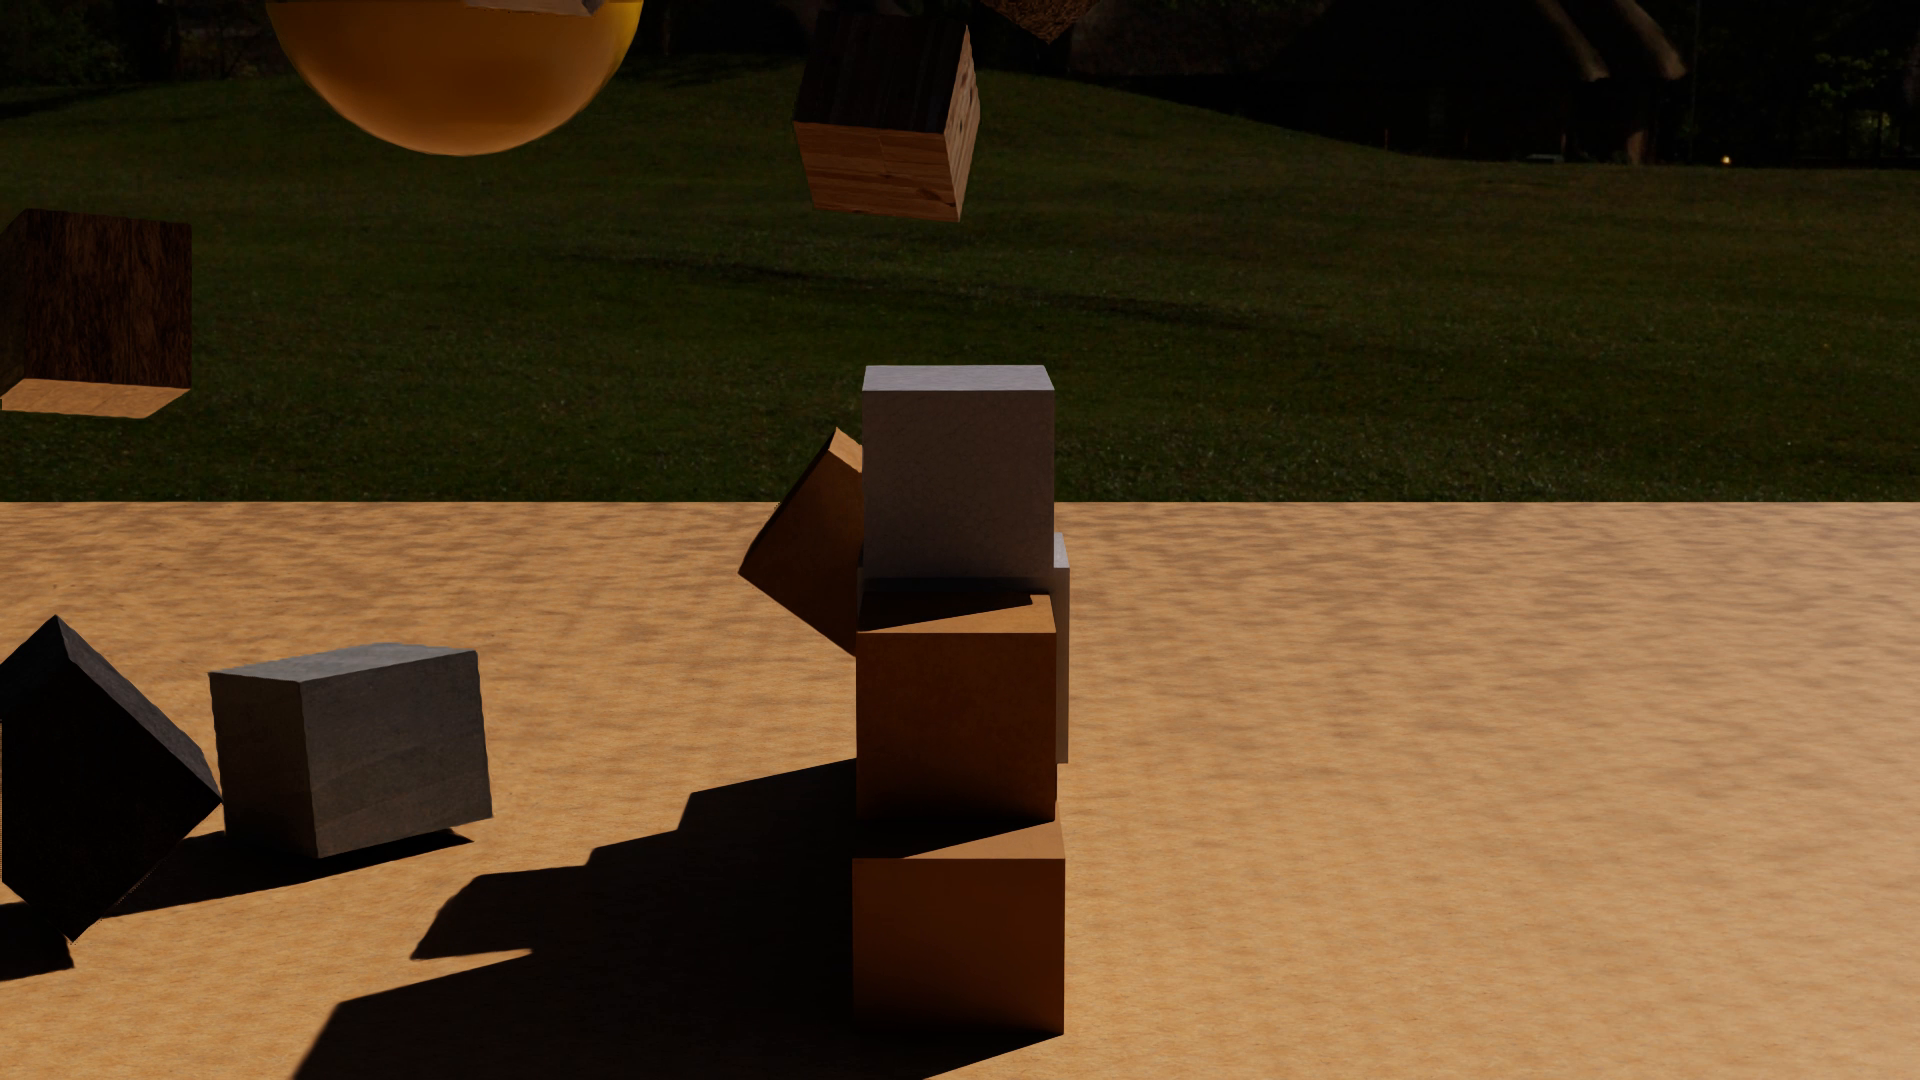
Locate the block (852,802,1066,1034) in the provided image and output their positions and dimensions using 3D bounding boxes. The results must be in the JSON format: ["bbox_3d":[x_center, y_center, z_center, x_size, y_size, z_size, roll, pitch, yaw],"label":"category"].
[{"bbox_3d":[-0.004,1.430,9.805,0.779,0.678,0.750,0,10,0],"label":"block"}]

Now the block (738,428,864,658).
[{"bbox_3d":[-0.506,0.012,11.738,0.687,0.689,0.722,36,8,-6],"label":"block"}]

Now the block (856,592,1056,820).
[{"bbox_3d":[-0.015,0.644,10.198,0.761,0.733,0.846,0,9,0],"label":"block"}]

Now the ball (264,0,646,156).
[{"bbox_3d":[-2.114,-2.413,10.742,1.600,1.600,1.600,0,10,0],"label":"ball"}]

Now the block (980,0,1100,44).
[{"bbox_3d":[0.291,-2.210,8.850,0.619,0.578,0.522,-36,-40,30],"label":"block"}]

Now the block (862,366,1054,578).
[{"bbox_3d":[-0.013,-0.301,10.695,0.766,0.758,0.884,0,10,-1],"label":"block"}]

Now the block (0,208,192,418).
[{"bbox_3d":[-3.567,-0.910,10.491,0.645,0.680,0.712,2,-9,-32],"label":"block"}]

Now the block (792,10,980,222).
[{"bbox_3d":[-0.258,-1.555,9.426,0.550,0.498,0.555,6,-26,9],"label":"block"}]

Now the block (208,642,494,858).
[{"bbox_3d":[-2.819,0.950,11.883,0.914,0.790,0.833,-10,8,-43],"label":"block"}]

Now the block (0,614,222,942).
[{"bbox_3d":[-3.715,0.971,10.639,0.813,0.861,0.803,-44,24,-9],"label":"block"}]

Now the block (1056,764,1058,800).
[{"bbox_3d":[-0.004,0.923,11.953,0.881,0.908,0.836,0,10,0],"label":"block"}]

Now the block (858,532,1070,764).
[{"bbox_3d":[0.014,0.449,11.014,0.873,0.831,0.818,0,10,0],"label":"block"}]

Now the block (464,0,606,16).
[{"bbox_3d":[-1.604,-2.446,9.487,0.762,0.728,0.630,15,60,42],"label":"block"}]
